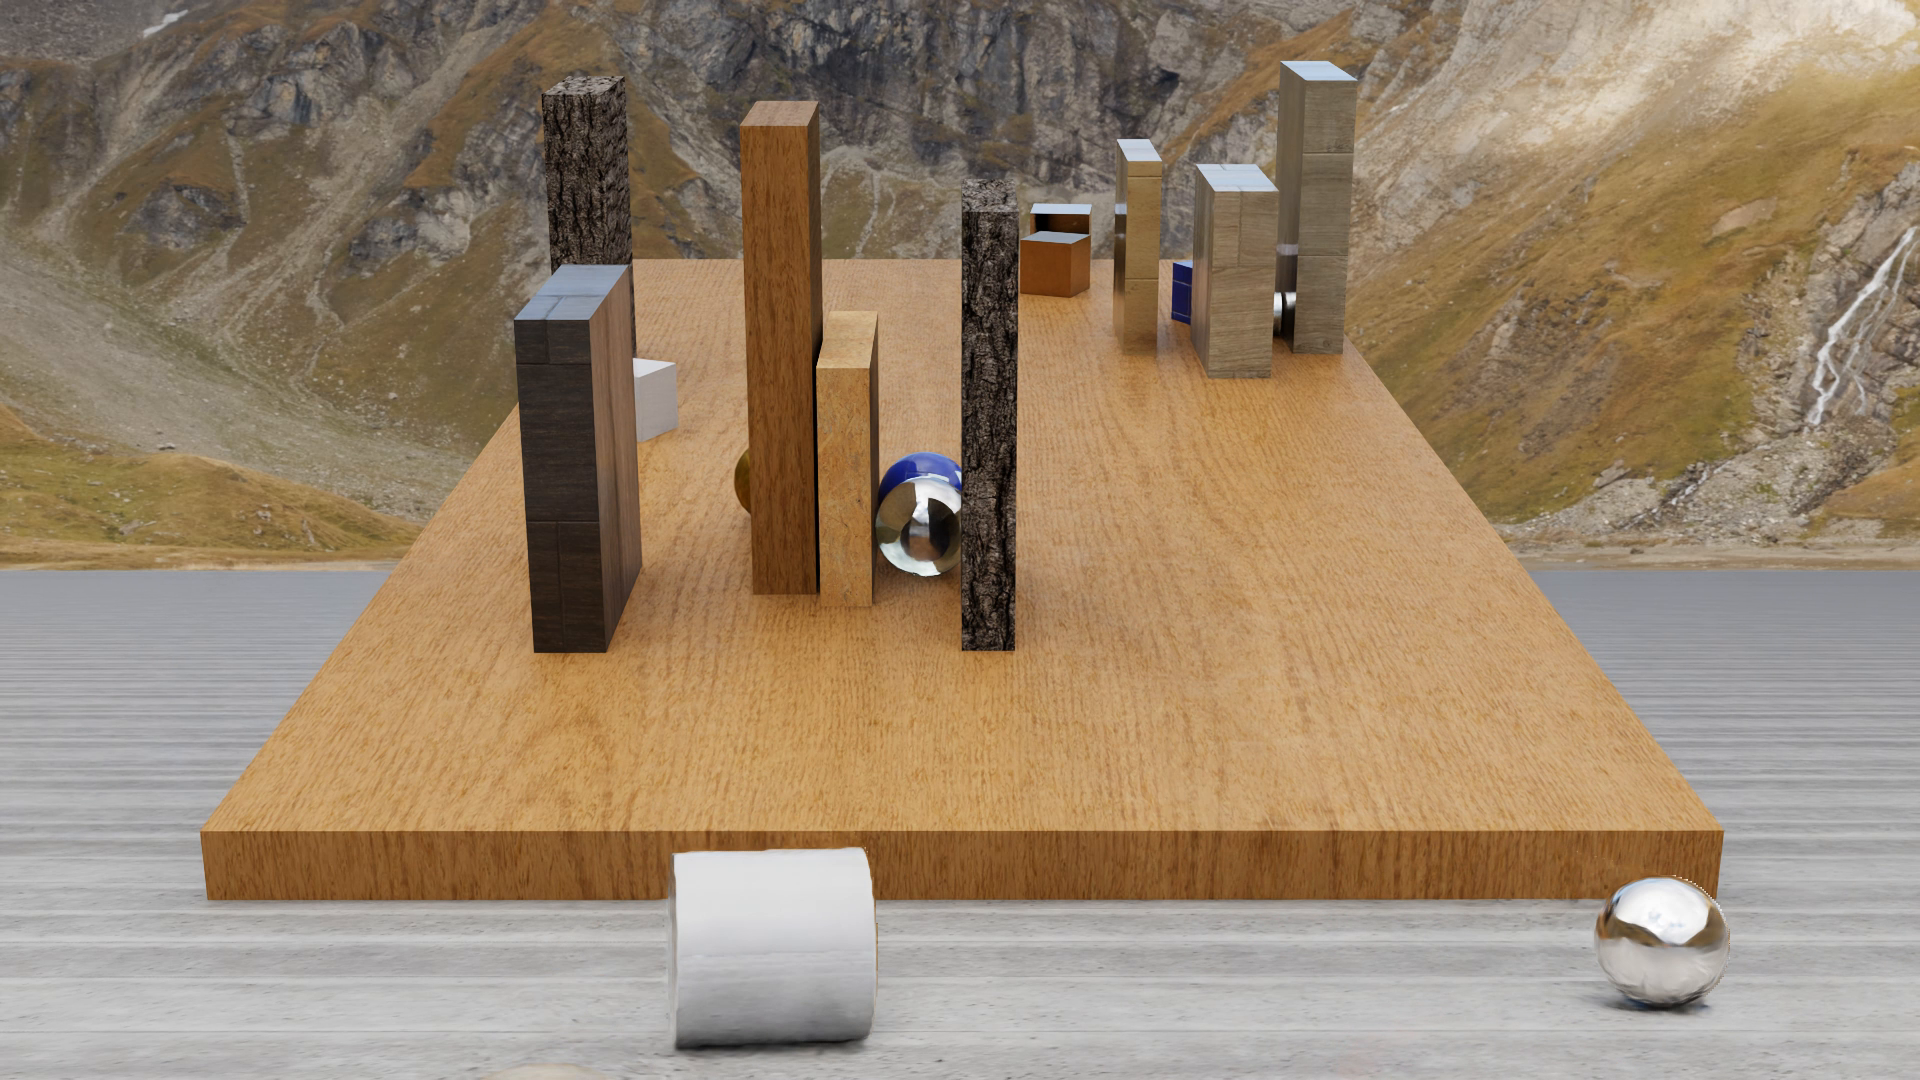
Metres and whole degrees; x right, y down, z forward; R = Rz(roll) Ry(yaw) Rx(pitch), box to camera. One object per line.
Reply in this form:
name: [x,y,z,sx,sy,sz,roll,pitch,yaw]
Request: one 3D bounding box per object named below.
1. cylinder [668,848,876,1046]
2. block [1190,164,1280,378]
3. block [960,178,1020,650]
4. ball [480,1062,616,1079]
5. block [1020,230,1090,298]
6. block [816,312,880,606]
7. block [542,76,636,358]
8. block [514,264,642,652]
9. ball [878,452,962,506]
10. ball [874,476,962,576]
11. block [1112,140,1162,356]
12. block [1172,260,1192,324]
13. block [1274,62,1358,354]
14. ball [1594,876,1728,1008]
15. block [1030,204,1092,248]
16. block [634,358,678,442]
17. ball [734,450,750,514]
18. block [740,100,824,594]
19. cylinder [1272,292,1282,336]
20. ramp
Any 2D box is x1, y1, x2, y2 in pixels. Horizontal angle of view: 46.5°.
cylinder: [-0.178,0.378,2.081,0.177,0.177,0.177,0,-1,-10]
block: [0.663,-0.660,5.439,0.149,0.445,0.422,0,18,0]
block: [0.045,-0.207,3.611,0.085,0.703,0.320,0,18,0]
ball: [-0.234,0.377,1.253,0.164,0.164,0.164,0,-1,0]
block: [0.268,-0.774,6.268,0.152,0.152,0.152,8,19,23]
block: [-0.192,-0.152,3.915,0.087,0.412,0.444,0,18,0]
block: [-0.855,-0.709,5.192,0.131,0.686,0.369,0,18,0]
block: [-0.621,-0.145,3.681,0.115,0.540,0.439,0,18,0]
ball: [-0.063,-0.075,4.067,0.173,0.173,0.173,0,-1,0]
ball: [-0.061,-0.023,3.902,0.175,0.175,0.175,0,-1,0]
block: [0.445,-0.744,5.641,0.082,0.480,0.385,0,18,0]
block: [0.664,-0.651,5.889,0.151,0.151,0.151,-9,20,-27]
block: [0.888,-0.848,5.656,0.123,0.670,0.441,0,18,0]
ball: [0.705,0.404,2.250,0.130,0.130,0.130,0,-1,0]
block: [0.298,-0.893,6.604,0.172,0.172,0.172,2,18,5]
block: [-0.710,-0.305,4.826,0.142,0.142,0.142,8,20,24]
ball: [-0.343,-0.111,4.193,0.163,0.163,0.163,0,-1,0]
block: [-0.300,-0.336,3.860,0.108,0.795,0.332,0,18,0]
cylinder: [0.765,-0.582,5.743,0.111,0.111,0.111,1,-1,2]
ramp: [-0.003,-0.185,4.851,2.000,0.100,4.000,0,18,0]
